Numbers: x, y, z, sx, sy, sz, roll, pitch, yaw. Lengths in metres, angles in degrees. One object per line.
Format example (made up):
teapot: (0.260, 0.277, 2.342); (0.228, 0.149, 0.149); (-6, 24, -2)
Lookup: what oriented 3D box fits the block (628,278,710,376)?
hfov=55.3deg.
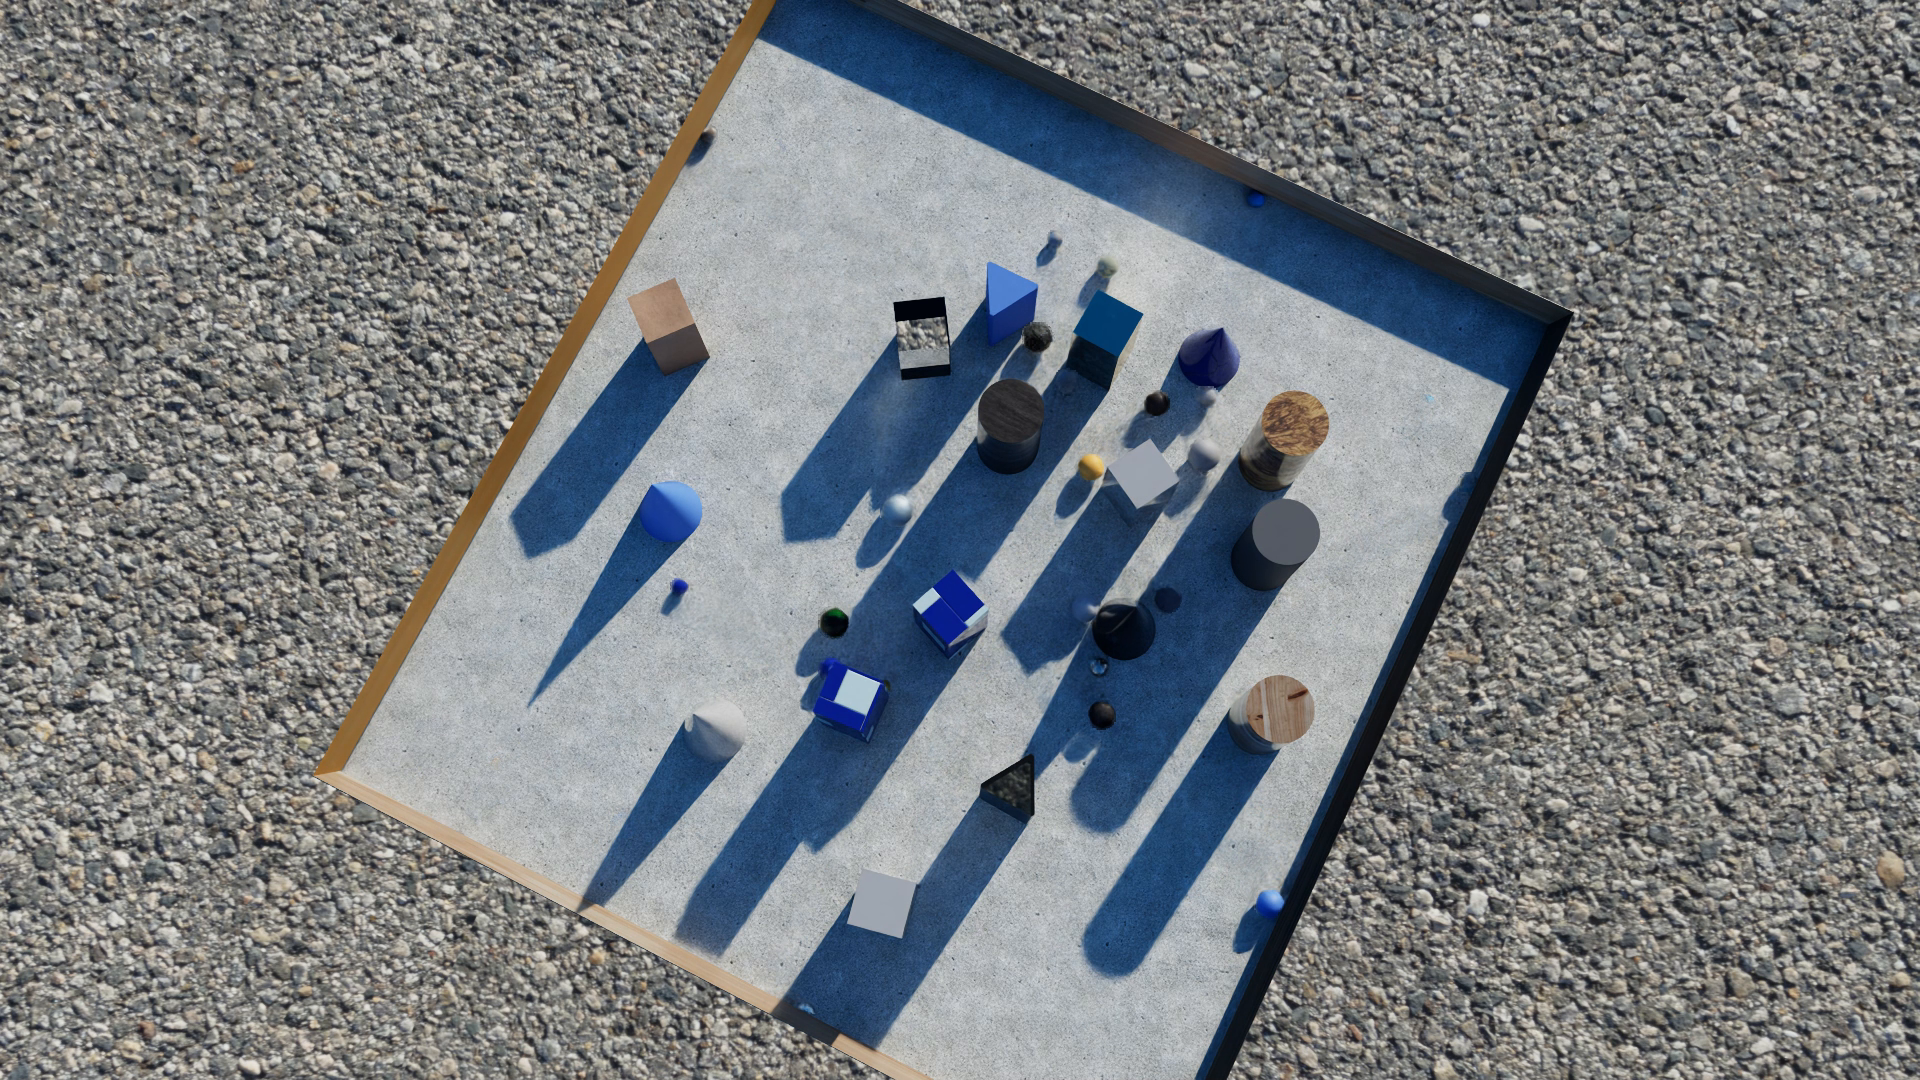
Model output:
block: (-0.884, -0.644, 5.578); (0.154, 0.336, 0.154); (-24, 79, -5)

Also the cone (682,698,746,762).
cone: (-0.735, 0.524, 5.273); (0.193, 0.460, 0.193); (0, 78, 0)

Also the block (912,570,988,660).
block: (-0.027, 0.225, 5.401); (0.154, 0.331, 0.154); (-41, 81, -8)

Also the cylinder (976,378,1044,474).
cylinder: (0.148, -0.335, 5.489); (0.193, 0.386, 0.193); (0, 78, 0)

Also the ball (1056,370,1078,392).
ball: (0.332, -0.492, 5.685); (0.065, 0.065, 0.065); (0, 78, 0)

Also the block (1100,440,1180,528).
block: (0.540, -0.168, 5.517); (0.154, 0.263, 0.154); (-33, 80, -6)

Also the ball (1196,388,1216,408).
ball: (0.763, -0.441, 5.676); (0.063, 0.063, 0.063); (0, 78, 0)

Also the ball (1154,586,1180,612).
ball: (0.627, 0.179, 5.541); (0.074, 0.074, 0.074); (0, 78, 0)

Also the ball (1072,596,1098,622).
ball: (0.378, 0.208, 5.532); (0.081, 0.081, 0.081); (0, 78, 0)

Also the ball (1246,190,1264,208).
ball: (0.936, -1.082, 5.811); (0.057, 0.057, 0.057); (0, 78, 0)

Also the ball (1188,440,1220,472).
ball: (0.750, -0.259, 5.621); (0.096, 0.096, 0.096); (0, 78, 0)

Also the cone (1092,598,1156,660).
cone: (0.498, 0.229, 5.366); (0.193, 0.397, 0.193); (0, 78, 0)

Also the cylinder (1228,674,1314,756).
cylinder: (0.898, 0.512, 5.320); (0.193, 0.372, 0.193); (0, 78, 0)

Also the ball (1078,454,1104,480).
ball: (0.402, -0.221, 5.622); (0.079, 0.079, 0.079); (0, 78, 0)

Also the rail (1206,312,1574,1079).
rail: (1.207, 0.598, 5.428); (0.045, 0.125, 2.961); (26, 80, 5)

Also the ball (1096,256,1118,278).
ball: (0.464, -0.856, 5.759); (0.068, 0.068, 0.068); (0, 78, 0)

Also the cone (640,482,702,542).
cone: (-0.889, -0.124, 5.458); (0.193, 0.360, 0.193); (0, 78, 0)

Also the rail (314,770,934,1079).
rail: (-0.651, 1.282, 5.286); (2.746, 0.125, 0.045); (26, 80, 5)

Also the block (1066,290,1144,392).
block: (0.436, -0.603, 5.562); (0.154, 0.350, 0.154); (29, 80, 6)

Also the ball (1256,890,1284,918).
ball: (0.907, 1.062, 5.356); (0.080, 0.080, 0.080); (0, 78, 0)

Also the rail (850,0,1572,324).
rail: (0.651, -1.269, 5.814); (2.746, 0.125, 0.045); (26, 80, 5)

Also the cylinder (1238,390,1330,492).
cylinder: (0.957, -0.288, 5.447); (0.193, 0.448, 0.193); (0, 78, 0)

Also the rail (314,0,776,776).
rail: (-1.207, -0.584, 5.672); (0.045, 0.125, 2.961); (26, 80, 5)

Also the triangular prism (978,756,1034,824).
triangular prism: (0.164, 0.697, 5.244); (0.167, 0.446, 0.145); (29, 80, 6)

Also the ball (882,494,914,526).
ball: (-0.189, -0.092, 5.587); (0.095, 0.095, 0.095); (0, 78, 0)

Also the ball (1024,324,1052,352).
ball: (0.242, -0.629, 5.702); (0.089, 0.089, 0.089); (0, 78, 0)

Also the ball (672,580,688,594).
ball: (-0.848, 0.143, 5.564); (0.046, 0.046, 0.046); (0, 78, 0)

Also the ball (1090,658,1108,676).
ball: (0.418, 0.381, 5.509); (0.055, 0.055, 0.055); (0, 78, 0)

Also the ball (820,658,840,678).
ball: (-0.387, 0.387, 5.502); (0.067, 0.067, 0.067); (0, 78, 0)

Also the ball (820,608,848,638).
ball: (-0.379, 0.249, 5.521); (0.087, 0.087, 0.087); (0, 78, 0)

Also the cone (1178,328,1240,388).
cone: (0.780, -0.599, 5.585); (0.193, 0.305, 0.193); (0, 78, 0)

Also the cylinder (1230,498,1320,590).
cylinder: (0.924, 0.019, 5.398); (0.193, 0.420, 0.193); (0, 78, 0)

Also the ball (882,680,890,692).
ball: (-0.228, 0.440, 5.503); (0.041, 0.041, 0.041); (0, 78, 0)

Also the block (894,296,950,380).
block: (-0.114, -0.612, 5.591); (0.154, 0.298, 0.154); (-6, 78, -1)

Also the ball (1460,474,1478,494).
ball: (1.563, -0.173, 5.623); (0.058, 0.058, 0.058); (0, 78, 0)

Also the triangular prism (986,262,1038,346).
triangular prism: (0.124, -0.741, 5.615); (0.167, 0.304, 0.145); (-33, 80, -6)

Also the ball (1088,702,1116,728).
ball: (0.423, 0.520, 5.469); (0.079, 0.079, 0.079); (0, 78, 0)

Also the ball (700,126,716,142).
ball: (-0.806, -1.297, 5.859); (0.051, 0.051, 0.051); (0, 78, 0)

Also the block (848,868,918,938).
block: (-0.214, 1.034, 5.207); (0.154, 0.383, 0.154); (15, 79, 3)

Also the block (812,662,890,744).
block: (-0.314, 0.477, 5.334); (0.154, 0.361, 0.154); (22, 79, 4)

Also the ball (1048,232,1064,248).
ball: (0.303, -0.948, 5.789); (0.047, 0.047, 0.047); (0, 78, 0)

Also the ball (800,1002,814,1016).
ball: (-0.444, 1.364, 5.312); (0.044, 0.044, 0.044); (0, 78, 0)

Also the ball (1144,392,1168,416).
ball: (0.608, -0.421, 5.667); (0.072, 0.072, 0.072); (0, 78, 0)
